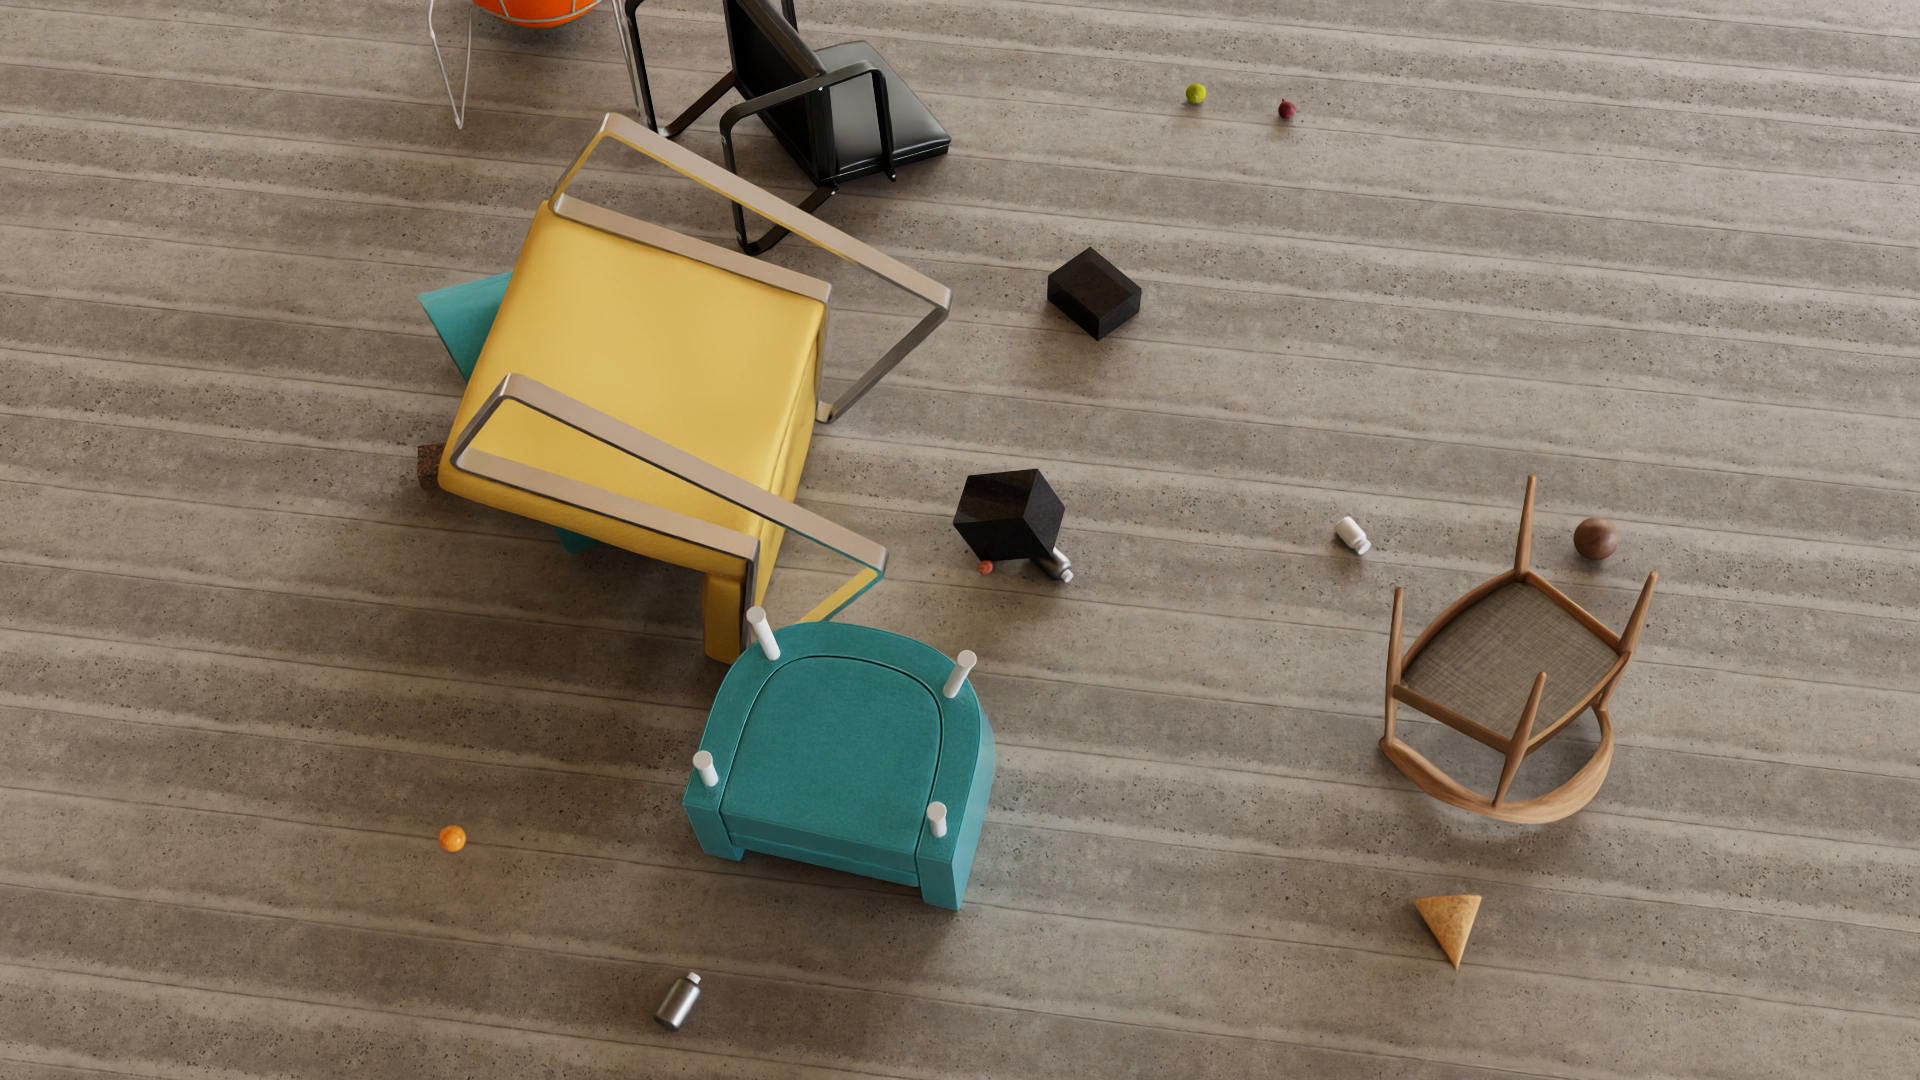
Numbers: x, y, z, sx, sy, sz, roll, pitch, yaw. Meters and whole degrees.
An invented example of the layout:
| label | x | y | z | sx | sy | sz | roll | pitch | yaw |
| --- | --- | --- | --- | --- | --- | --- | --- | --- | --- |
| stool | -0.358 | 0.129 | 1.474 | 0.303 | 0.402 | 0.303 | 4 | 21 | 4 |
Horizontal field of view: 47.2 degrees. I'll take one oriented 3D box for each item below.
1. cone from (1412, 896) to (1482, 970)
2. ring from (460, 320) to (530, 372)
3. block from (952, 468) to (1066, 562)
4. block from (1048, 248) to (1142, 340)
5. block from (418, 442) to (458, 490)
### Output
| label | x | y | z | sx | sy | sz | roll | pitch | yaw |
| --- | --- | --- | --- | --- | --- | --- | --- | --- | --- |
| cone | 1.307 | 1.049 | 5.846 | 0.188 | 0.082 | 0.191 | -2 | 68 | -3 |
| ring | -1.467 | -0.613 | 6.945 | 0.223 | 0.068 | 0.187 | 1 | 57 | -1 |
| block | 0.145 | -0.071 | 6.453 | 0.237 | 0.190 | 0.178 | -5 | 51 | 31 |
| block | 0.428 | -0.788 | 7.034 | 0.185 | 0.114 | 0.237 | -36 | 63 | -22 |
| block | -1.587 | -0.224 | 6.678 | 0.105 | 0.077 | 0.112 | -6 | 56 | -4 |
